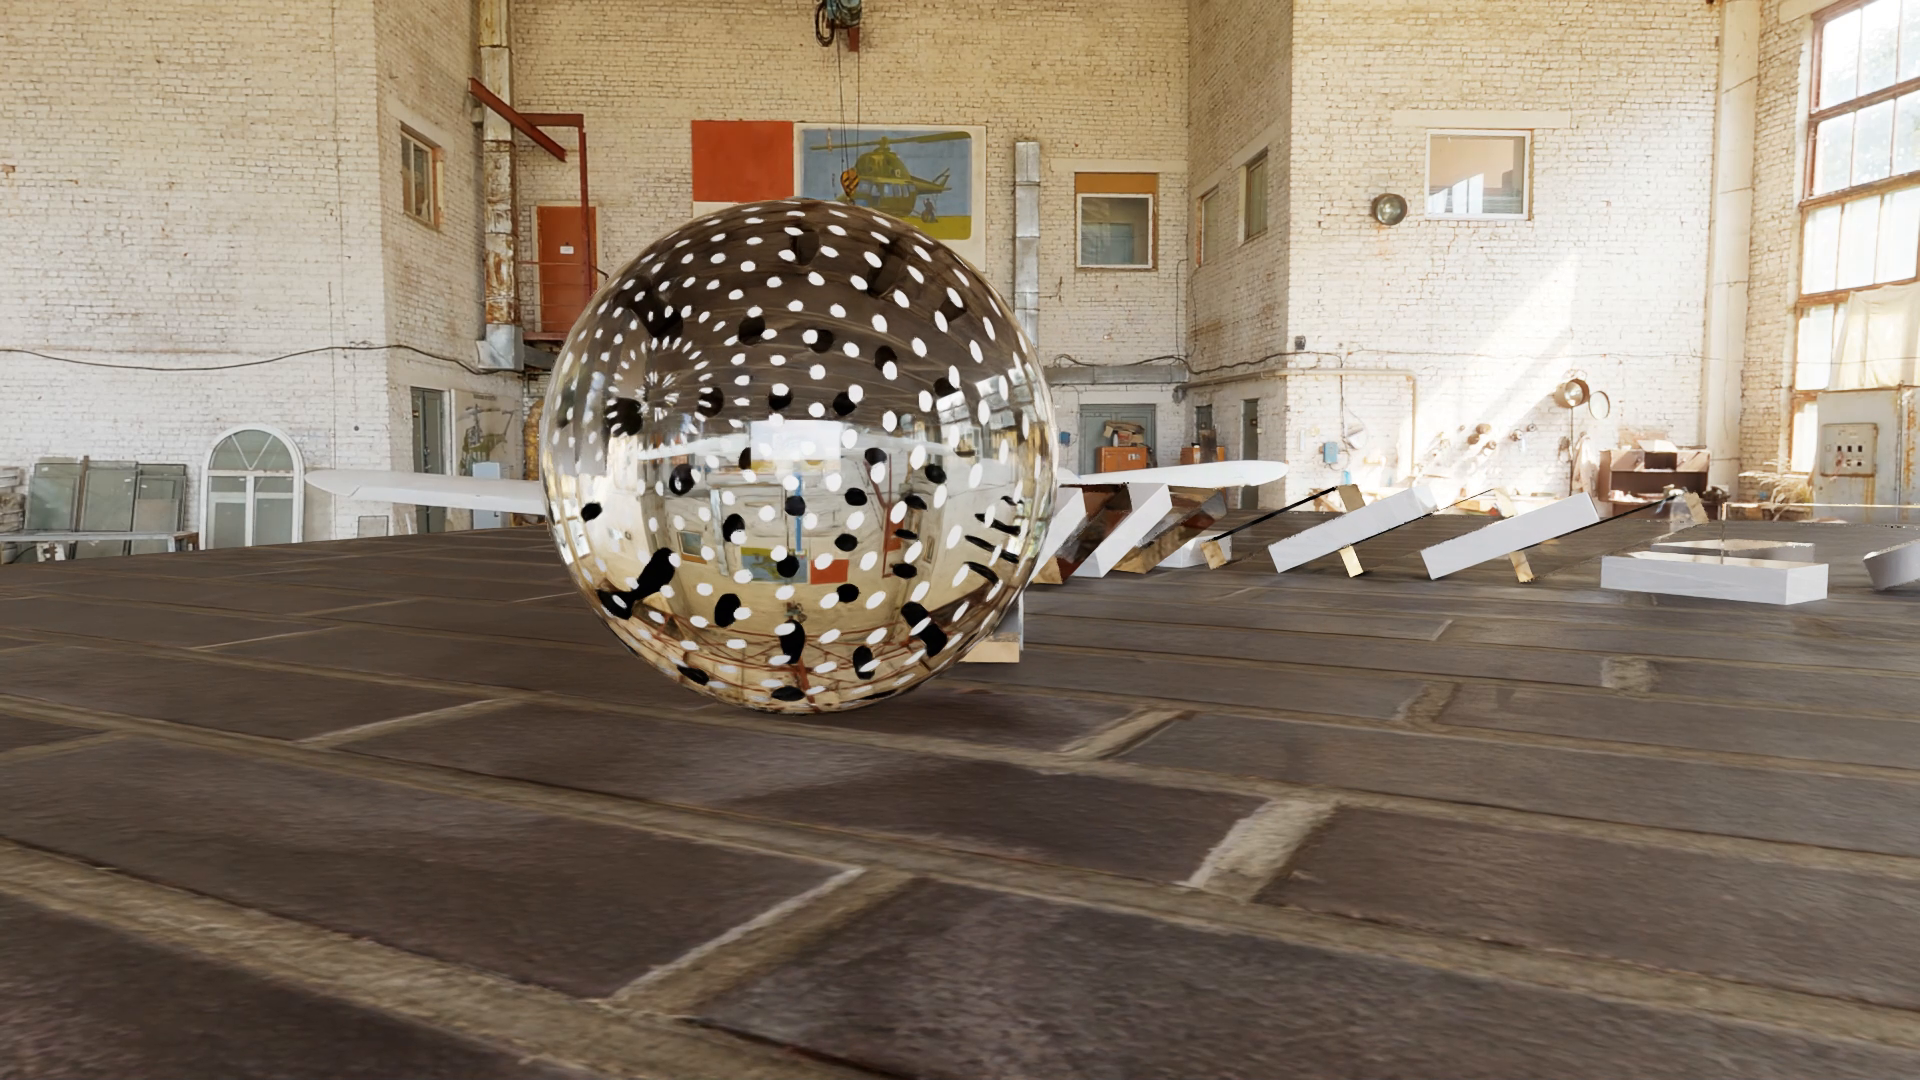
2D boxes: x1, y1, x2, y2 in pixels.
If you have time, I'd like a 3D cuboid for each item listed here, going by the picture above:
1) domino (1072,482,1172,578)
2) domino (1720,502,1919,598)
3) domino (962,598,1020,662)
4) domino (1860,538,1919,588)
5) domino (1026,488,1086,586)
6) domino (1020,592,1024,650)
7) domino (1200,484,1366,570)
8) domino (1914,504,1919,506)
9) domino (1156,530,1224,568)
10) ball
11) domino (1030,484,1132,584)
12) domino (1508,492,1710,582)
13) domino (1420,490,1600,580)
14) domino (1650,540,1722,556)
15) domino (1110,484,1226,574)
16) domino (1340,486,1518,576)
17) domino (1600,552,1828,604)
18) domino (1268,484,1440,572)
[{"bbox_3d":[0.048,-0.004,0.428,0.025,0.010,0.050,2,29,38],"label":"domino"},{"bbox_3d":[0.249,0.002,0.370,0.050,0.025,0.009,2,5,26],"label":"domino"},{"bbox_3d":[0.000,0.002,0.264,0.025,0.009,0.050,0,47,3],"label":"domino"},{"bbox_3d":[0.294,0.001,0.373,0.050,0.010,0.025,-25,-12,37],"label":"domino"},{"bbox_3d":[0.017,-0.001,0.389,0.025,0.010,0.050,2,29,29],"label":"domino"},{"bbox_3d":[0.001,0.001,0.278,0.025,0.010,0.050,0,47,3],"label":"domino"},{"bbox_3d":[0.109,-0.005,0.434,0.050,0.009,0.025,-26,-10,31],"label":"domino"},{"bbox_3d":[0.280,-0.002,0.392,0.050,0.009,0.025,-22,-10,21],"label":"domino"},{"bbox_3d":[0.080,0.003,0.469,0.025,0.009,0.050,3,5,35],"label":"domino"},{"bbox_3d":[-0.024,-0.013,0.202,0.080,0.080,0.080,0,4,0],"label":"ball"},{"bbox_3d":[0.032,-0.003,0.409,0.025,0.009,0.050,2,29,35],"label":"domino"},{"bbox_3d":[0.195,-0.001,0.386,0.050,0.009,0.025,-25,-13,36],"label":"domino"},{"bbox_3d":[0.171,-0.002,0.399,0.050,0.009,0.025,-23,-8,26],"label":"domino"},{"bbox_3d":[0.256,0.006,0.425,0.050,0.009,0.025,-2,5,-30],"label":"domino"},{"bbox_3d":[0.067,-0.005,0.444,0.025,0.010,0.050,7,29,44],"label":"domino"},{"bbox_3d":[0.149,-0.003,0.410,0.050,0.009,0.025,-25,-9,30],"label":"domino"},{"bbox_3d":[0.214,0.010,0.367,0.025,0.009,0.050,-3,5,-35],"label":"domino"},{"bbox_3d":[0.129,-0.004,0.422,0.050,0.009,0.025,-26,-10,30],"label":"domino"}]
